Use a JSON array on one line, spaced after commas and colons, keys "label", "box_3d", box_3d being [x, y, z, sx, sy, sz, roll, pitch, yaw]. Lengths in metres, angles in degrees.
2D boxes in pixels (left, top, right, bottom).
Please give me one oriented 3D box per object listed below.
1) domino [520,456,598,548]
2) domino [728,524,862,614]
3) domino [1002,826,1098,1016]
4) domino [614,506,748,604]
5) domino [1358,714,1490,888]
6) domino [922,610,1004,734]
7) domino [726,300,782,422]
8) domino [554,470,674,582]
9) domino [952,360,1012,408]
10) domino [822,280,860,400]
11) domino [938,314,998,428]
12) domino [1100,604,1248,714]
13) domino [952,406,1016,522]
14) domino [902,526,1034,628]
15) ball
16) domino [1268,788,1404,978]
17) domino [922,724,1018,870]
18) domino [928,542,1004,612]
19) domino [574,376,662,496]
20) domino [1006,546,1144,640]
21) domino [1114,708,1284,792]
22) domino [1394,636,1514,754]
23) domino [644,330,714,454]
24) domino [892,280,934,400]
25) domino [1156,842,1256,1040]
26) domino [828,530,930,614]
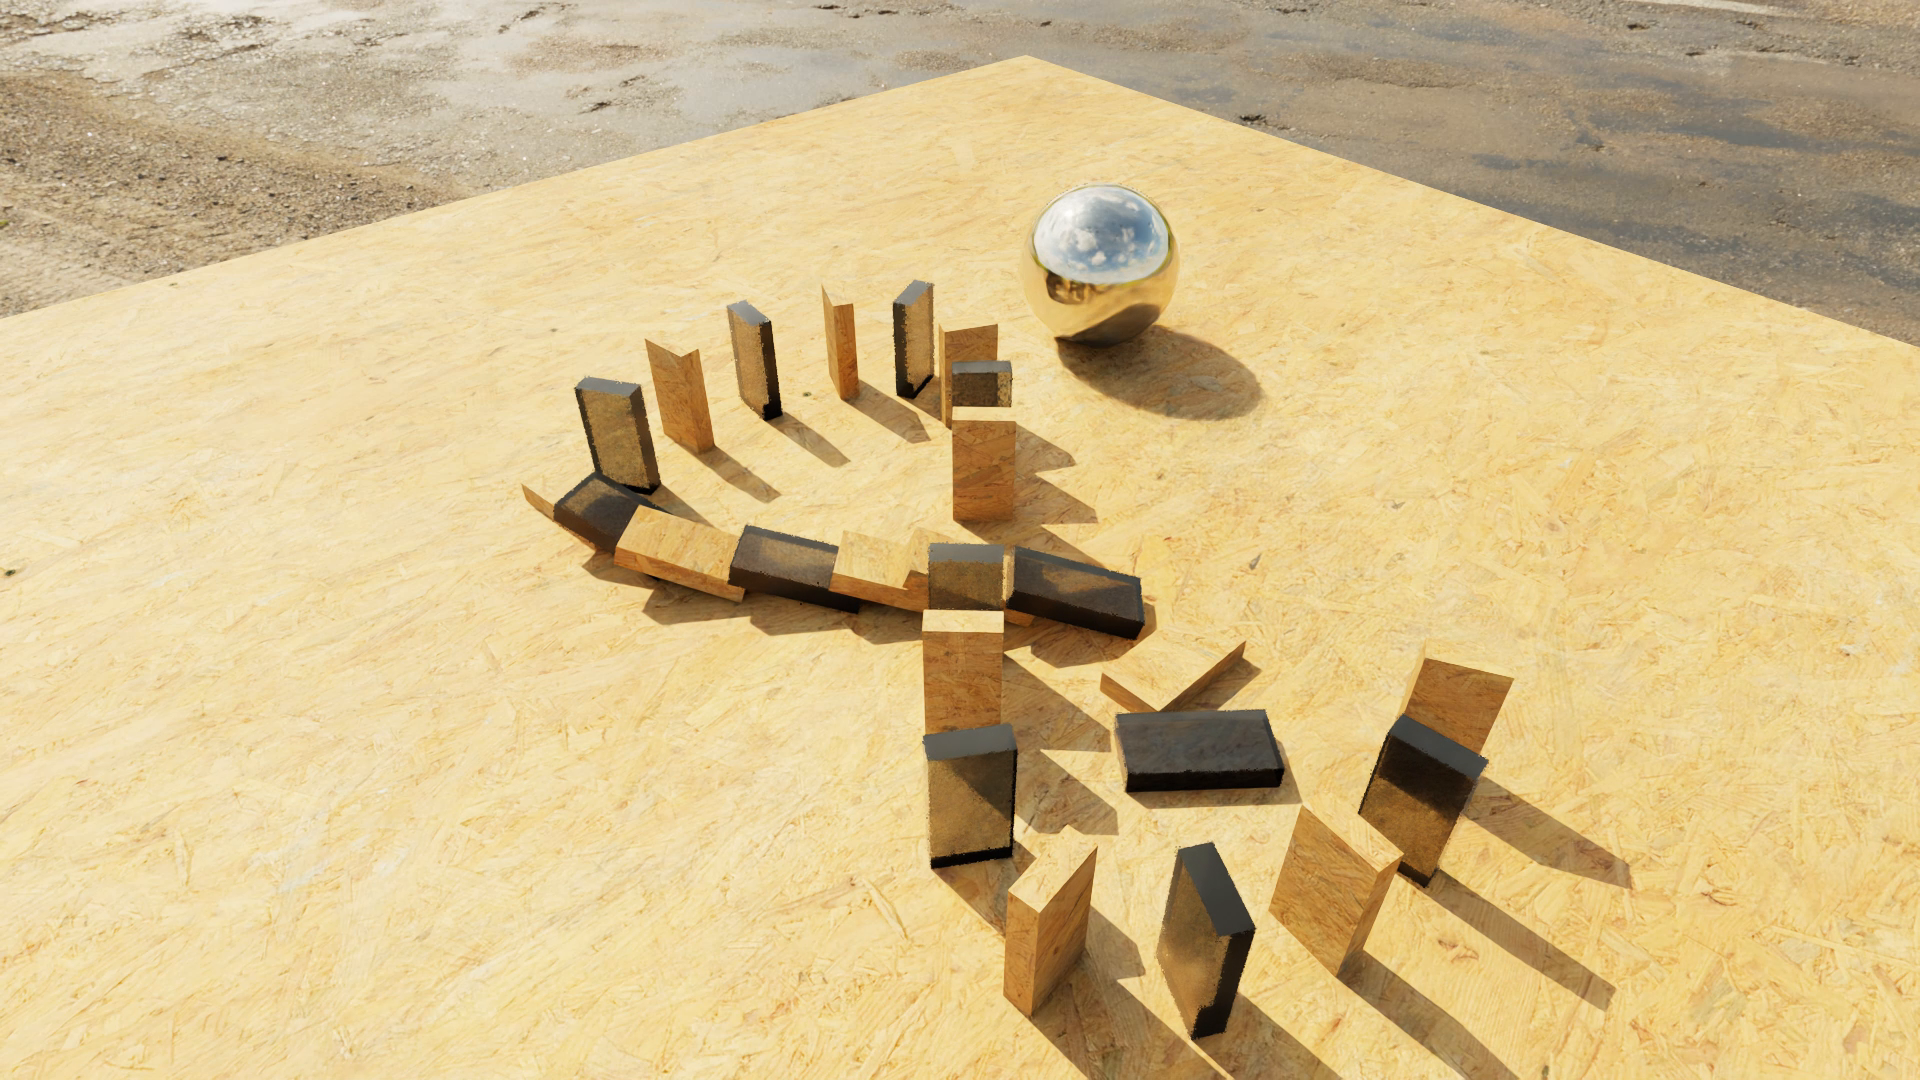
[{"label": "domino", "box_3d": [-0.159, -0.016, 0.463, 0.050, 0.010, 0.025, 29, 47, 30]}, {"label": "domino", "box_3d": [-0.061, 0.011, 0.421, 0.050, 0.010, 0.025, 13, 39, -5]}, {"label": "domino", "box_3d": [0.023, 0.101, 0.289, 0.009, 0.050, 0.025, 28, 47, 30]}, {"label": "domino", "box_3d": [-0.104, 0.005, 0.425, 0.050, 0.010, 0.025, 18, 41, -6]}, {"label": "domino", "box_3d": [0.132, 0.076, 0.319, 0.025, 0.050, 0.009, 30, 48, 31]}, {"label": "domino", "box_3d": [0.001, 0.044, 0.357, 0.025, 0.050, 0.009, 1, 39, 1]}, {"label": "domino", "box_3d": [-0.096, -0.083, 0.513, 0.009, 0.050, 0.025, -25, 45, -27]}, {"label": "domino", "box_3d": [-0.133, -0.006, 0.439, 0.050, 0.010, 0.025, 29, 45, 7]}, {"label": "domino", "box_3d": [0.009, -0.053, 0.476, 0.025, 0.050, 0.009, -2, 39, -2]}, {"label": "domino", "box_3d": [-0.057, -0.096, 0.529, 0.010, 0.050, 0.025, -12, 41, -14]}, {"label": "domino", "box_3d": [0.004, -0.077, 0.506, 0.025, 0.050, 0.009, -11, 41, -13]}, {"label": "domino", "box_3d": [0.076, 0.044, 0.390, 0.050, 0.010, 0.025, -31, 48, -32]}, {"label": "domino", "box_3d": [0.010, -0.030, 0.449, 0.025, 0.050, 0.010, 1, 39, 1]}, {"label": "domino", "box_3d": [0.005, 0.014, 0.413, 0.050, 0.009, 0.025, 19, 39, -11]}, {"label": "ball", "box_3d": [0.071, -0.138, 0.557, 0.080, 0.080, 0.080, 0, 39, 0]}, {"label": "domino", "box_3d": [0.100, 0.093, 0.298, 0.009, 0.050, 0.025, -23, 45, -26]}, {"label": "domino", "box_3d": [0.003, 0.075, 0.320, 0.025, 0.050, 0.009, -6, 40, -8]}, {"label": "domino", "box_3d": [0.002, 0.024, 0.383, 0.025, 0.050, 0.010, 2, 39, 2]}, {"label": "domino", "box_3d": [-0.144, -0.044, 0.465, 0.025, 0.050, 0.009, 10, 40, 12]}, {"label": "domino", "box_3d": [0.043, 0.020, 0.409, 0.050, 0.009, 0.025, 14, 39, -7]}, {"label": "domino", "box_3d": [0.077, 0.069, 0.360, 0.050, 0.010, 0.025, -2, 39, -2]}, {"label": "domino", "box_3d": [0.153, 0.054, 0.345, 0.025, 0.050, 0.010, 13, 41, 15]}, {"label": "domino", "box_3d": [-0.125, -0.066, 0.492, 0.025, 0.050, 0.009, 28, 47, 30]}, {"label": "domino", "box_3d": [-0.022, -0.096, 0.529, 0.009, 0.050, 0.025, 15, 42, 17]}, {"label": "domino", "box_3d": [0.063, 0.104, 0.284, 0.010, 0.050, 0.025, -9, 40, -11]}, {"label": "domino", "box_3d": [-0.023, 0.013, 0.418, 0.050, 0.010, 0.025, 14, 39, -6]}]
